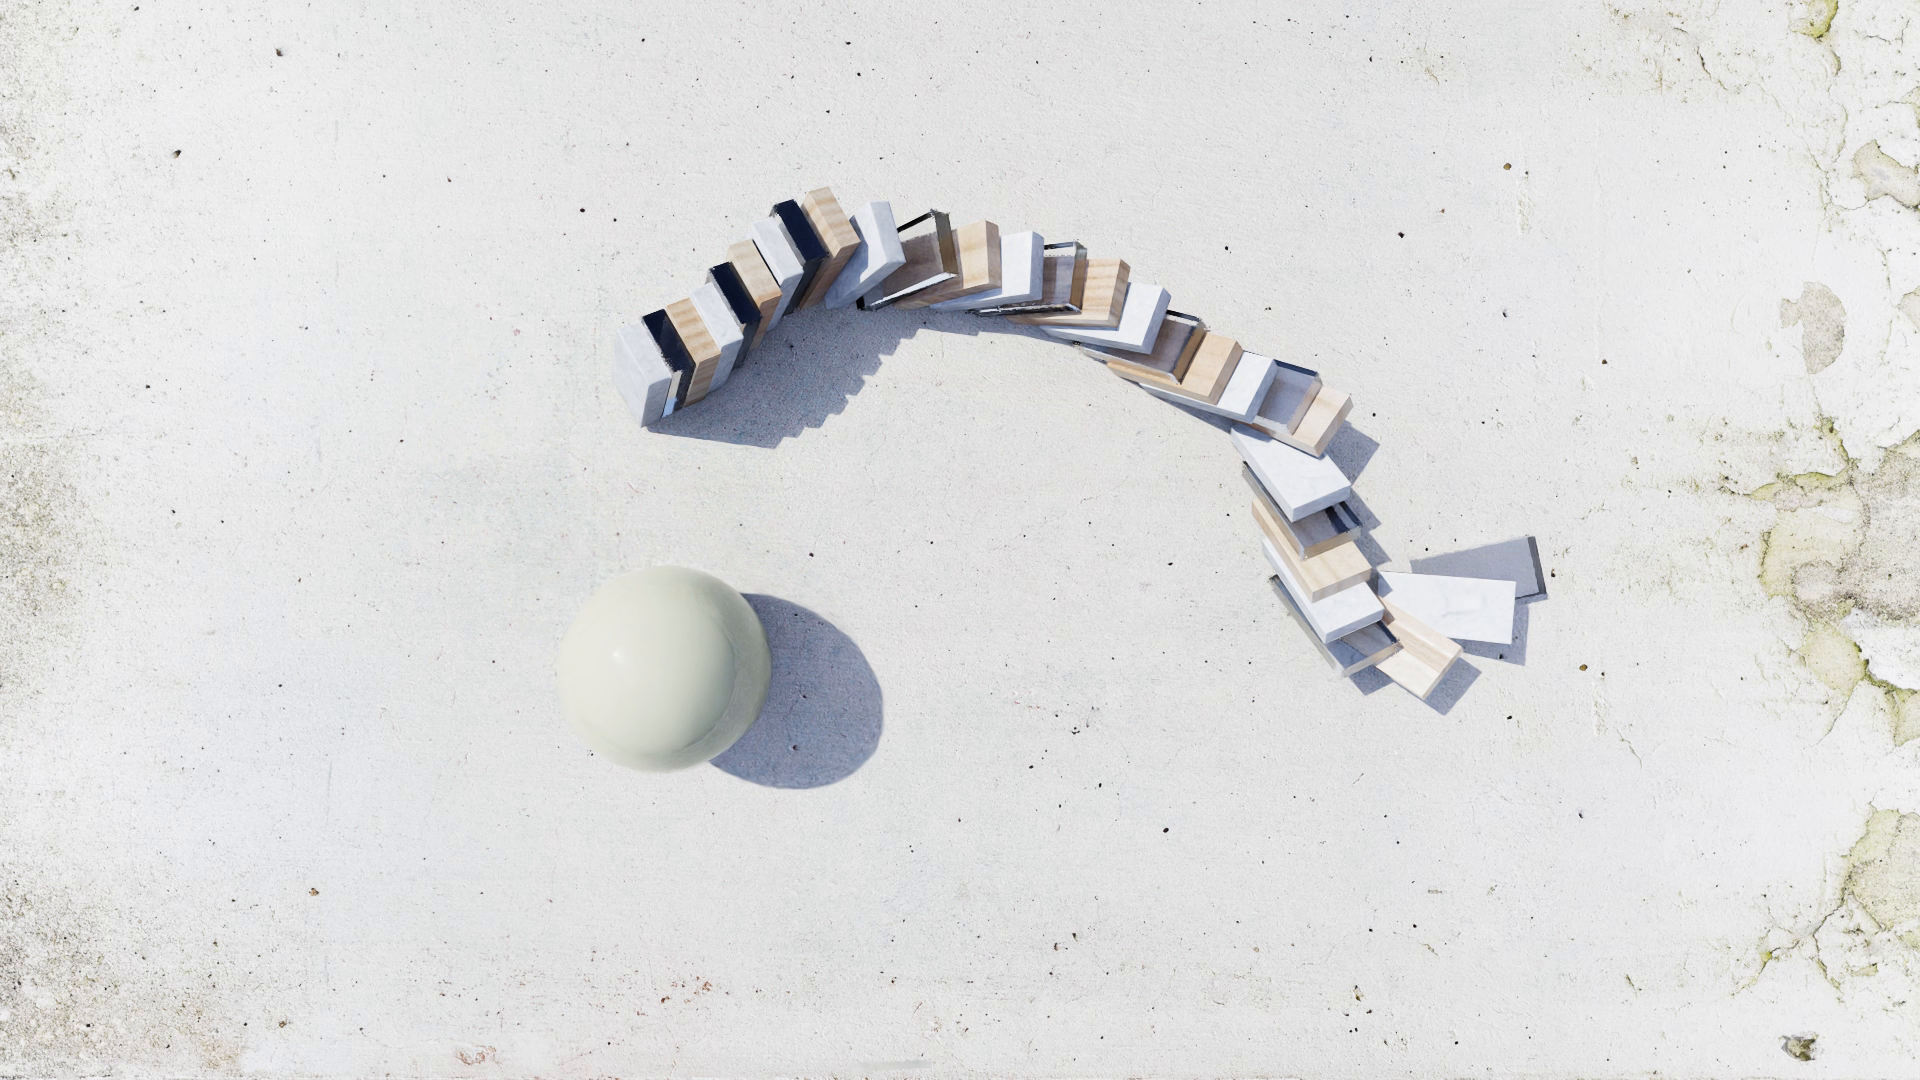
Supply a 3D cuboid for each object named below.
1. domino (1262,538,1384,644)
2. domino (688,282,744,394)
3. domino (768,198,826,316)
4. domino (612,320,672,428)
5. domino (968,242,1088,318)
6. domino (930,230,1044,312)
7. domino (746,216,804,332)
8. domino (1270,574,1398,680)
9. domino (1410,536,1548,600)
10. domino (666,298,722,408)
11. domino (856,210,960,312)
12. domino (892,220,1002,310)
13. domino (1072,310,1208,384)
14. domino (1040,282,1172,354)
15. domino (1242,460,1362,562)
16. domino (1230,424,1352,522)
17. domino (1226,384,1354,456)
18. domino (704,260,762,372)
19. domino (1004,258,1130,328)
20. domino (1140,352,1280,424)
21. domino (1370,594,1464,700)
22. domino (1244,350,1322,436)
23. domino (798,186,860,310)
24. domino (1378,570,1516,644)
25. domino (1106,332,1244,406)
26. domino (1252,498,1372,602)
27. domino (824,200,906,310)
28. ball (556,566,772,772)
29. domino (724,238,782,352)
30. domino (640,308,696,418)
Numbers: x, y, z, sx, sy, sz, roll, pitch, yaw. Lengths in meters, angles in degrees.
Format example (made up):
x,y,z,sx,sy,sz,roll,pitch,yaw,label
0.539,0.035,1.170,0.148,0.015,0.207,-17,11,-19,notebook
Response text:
x,y,z,sx,sy,sz,roll,pitch,yaw,label
0.150,0.016,0.381,0.025,0.010,0.050,-24,53,2,domino
-0.103,-0.082,0.376,0.009,0.050,0.025,-30,90,-26,domino
-0.072,-0.114,0.376,0.009,0.050,0.025,-30,90,-28,domino
-0.131,-0.067,0.376,0.009,0.050,0.025,-30,90,-26,domino
0.027,-0.108,0.381,0.050,0.009,0.025,6,90,36,domino
0.011,-0.111,0.381,0.050,0.009,0.025,3,90,36,domino
-0.080,-0.107,0.376,0.009,0.050,0.025,-30,90,-28,domino
0.155,0.031,0.381,0.025,0.010,0.050,-27,53,0,domino
0.223,0.016,0.395,0.050,0.009,0.025,-12,90,0,domino
-0.112,-0.076,0.376,0.010,0.050,0.025,-30,90,-26,domino
-0.024,-0.115,0.380,0.050,0.010,0.025,-10,90,40,domino
-0.007,-0.113,0.381,0.050,0.009,0.025,-3,90,36,domino
0.074,-0.085,0.381,0.050,0.010,0.025,27,90,36,domino
0.060,-0.095,0.381,0.050,0.009,0.025,20,90,36,domino
0.141,-0.017,0.381,0.025,0.010,0.050,-23,54,0,domino
0.136,-0.033,0.381,0.025,0.009,0.050,-23,52,0,domino
0.133,-0.056,0.381,0.050,0.010,0.025,35,90,38,domino
-0.096,-0.090,0.376,0.009,0.050,0.025,-30,90,-26,domino
0.044,-0.103,0.381,0.050,0.009,0.025,12,90,36,domino
0.103,-0.068,0.381,0.050,0.009,0.025,26,89,38,domino
0.177,0.041,0.380,0.050,0.010,0.025,40,96,37,domino
0.120,-0.064,0.380,0.050,0.010,0.025,29,87,38,domino
-0.060,-0.119,0.376,0.010,0.050,0.025,-30,90,-32,domino
0.202,0.027,0.382,0.050,0.010,0.025,4,93,32,domino
0.089,-0.075,0.381,0.050,0.010,0.025,27,90,38,domino
0.145,0.000,0.381,0.025,0.010,0.050,-23,53,2,domino
-0.043,-0.116,0.377,0.009,0.050,0.025,-16,90,-37,domino
-0.115,0.050,0.360,0.080,0.080,0.080,0,90,0,ball
-0.088,-0.098,0.376,0.010,0.050,0.025,-30,90,-26,domino
-0.122,-0.071,0.376,0.009,0.050,0.025,-30,90,-26,domino
